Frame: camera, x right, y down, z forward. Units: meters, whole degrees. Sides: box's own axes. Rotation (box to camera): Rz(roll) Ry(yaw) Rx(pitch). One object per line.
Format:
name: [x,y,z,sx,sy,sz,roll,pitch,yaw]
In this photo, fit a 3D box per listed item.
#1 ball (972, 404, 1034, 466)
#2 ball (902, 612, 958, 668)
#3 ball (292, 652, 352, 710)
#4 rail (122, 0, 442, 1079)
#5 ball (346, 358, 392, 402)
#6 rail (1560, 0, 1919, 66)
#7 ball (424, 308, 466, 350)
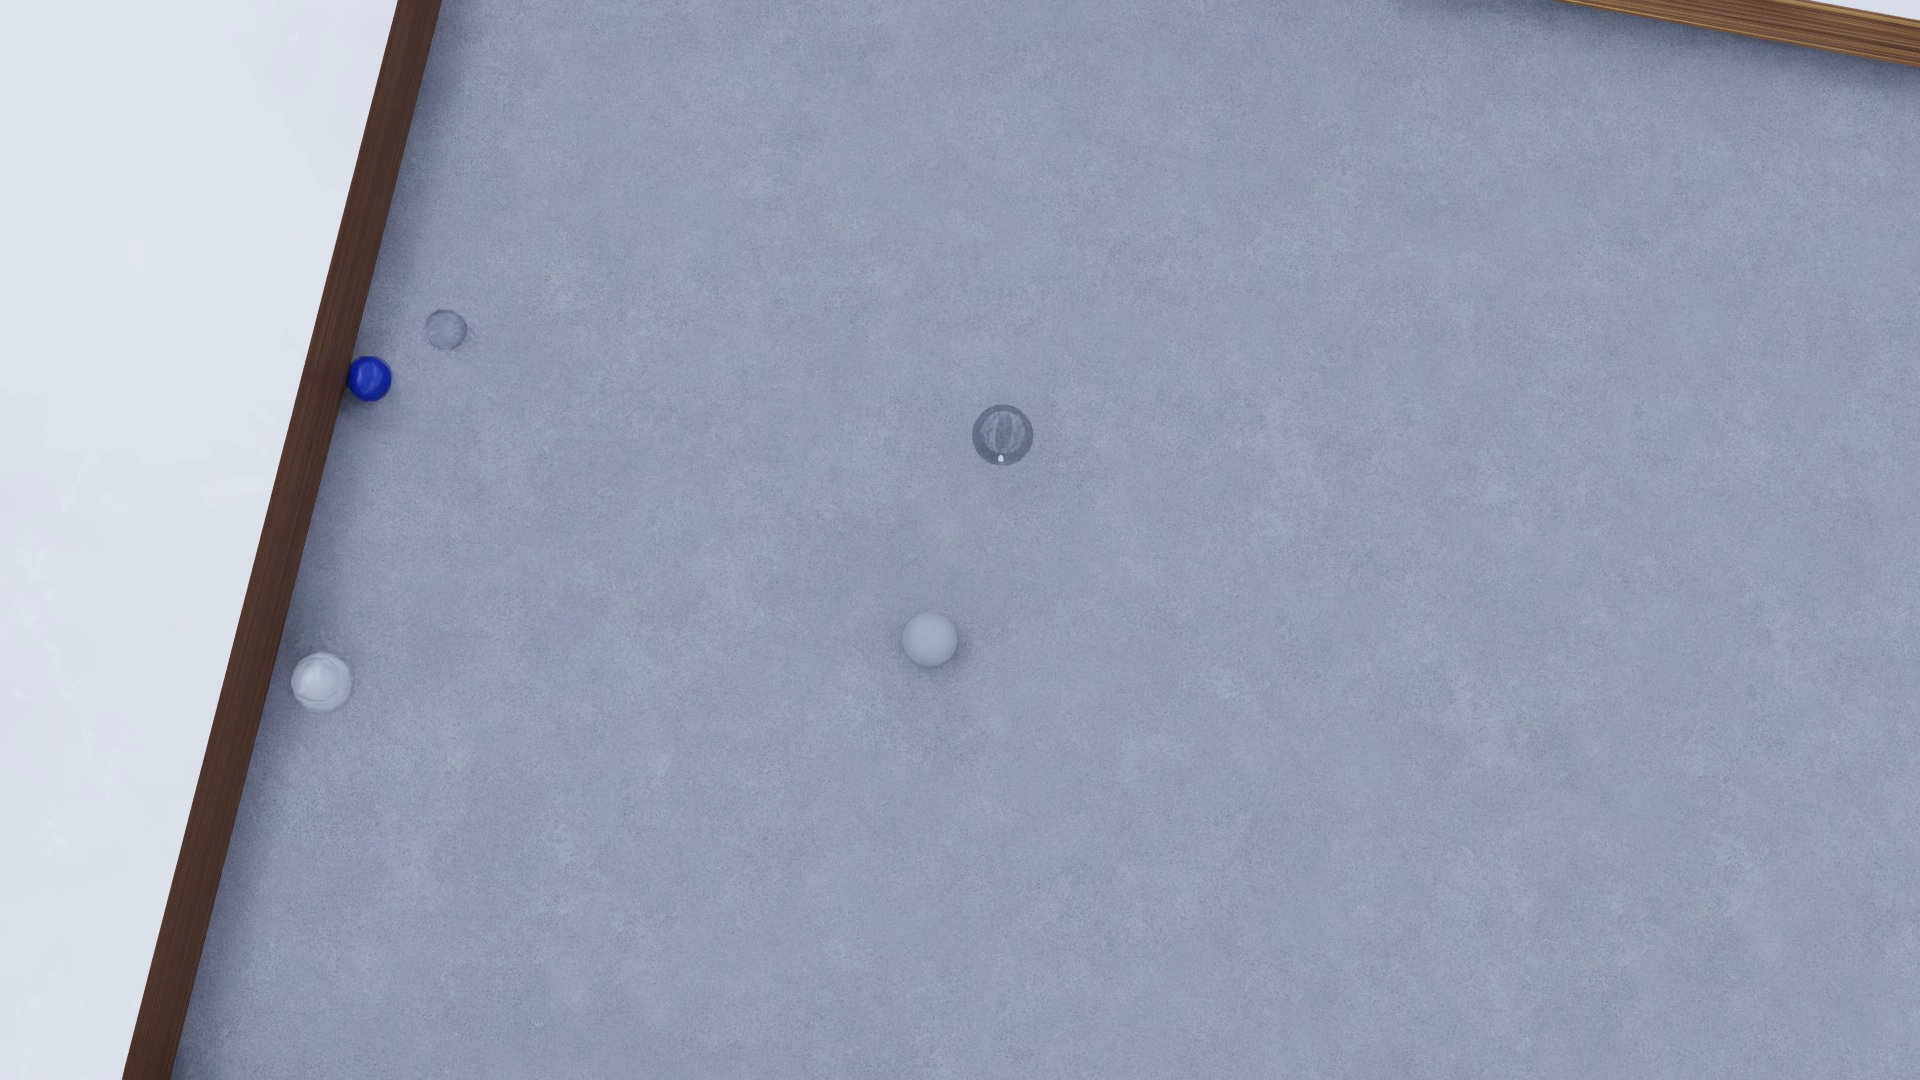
ball: [0.064,-0.157,3.301,0.093,0.093,0.093,0,80,0]
ball: [-0.045,0.147,3.252,0.083,0.083,0.083,0,80,0]
ball: [-0.940,0.208,3.239,0.087,0.087,0.087,0,80,0]
rail: [-0.956,-0.189,3.292,0.045,0.121,2.107,11,80,2]
ball: [-0.895,-0.243,3.329,0.068,0.068,0.068,0,80,0]
rail: [1.177,-0.810,3.402,3.990,0.121,0.045,11,80,2]
ball: [-0.782,-0.320,3.346,0.062,0.062,0.062,0,80,0]
